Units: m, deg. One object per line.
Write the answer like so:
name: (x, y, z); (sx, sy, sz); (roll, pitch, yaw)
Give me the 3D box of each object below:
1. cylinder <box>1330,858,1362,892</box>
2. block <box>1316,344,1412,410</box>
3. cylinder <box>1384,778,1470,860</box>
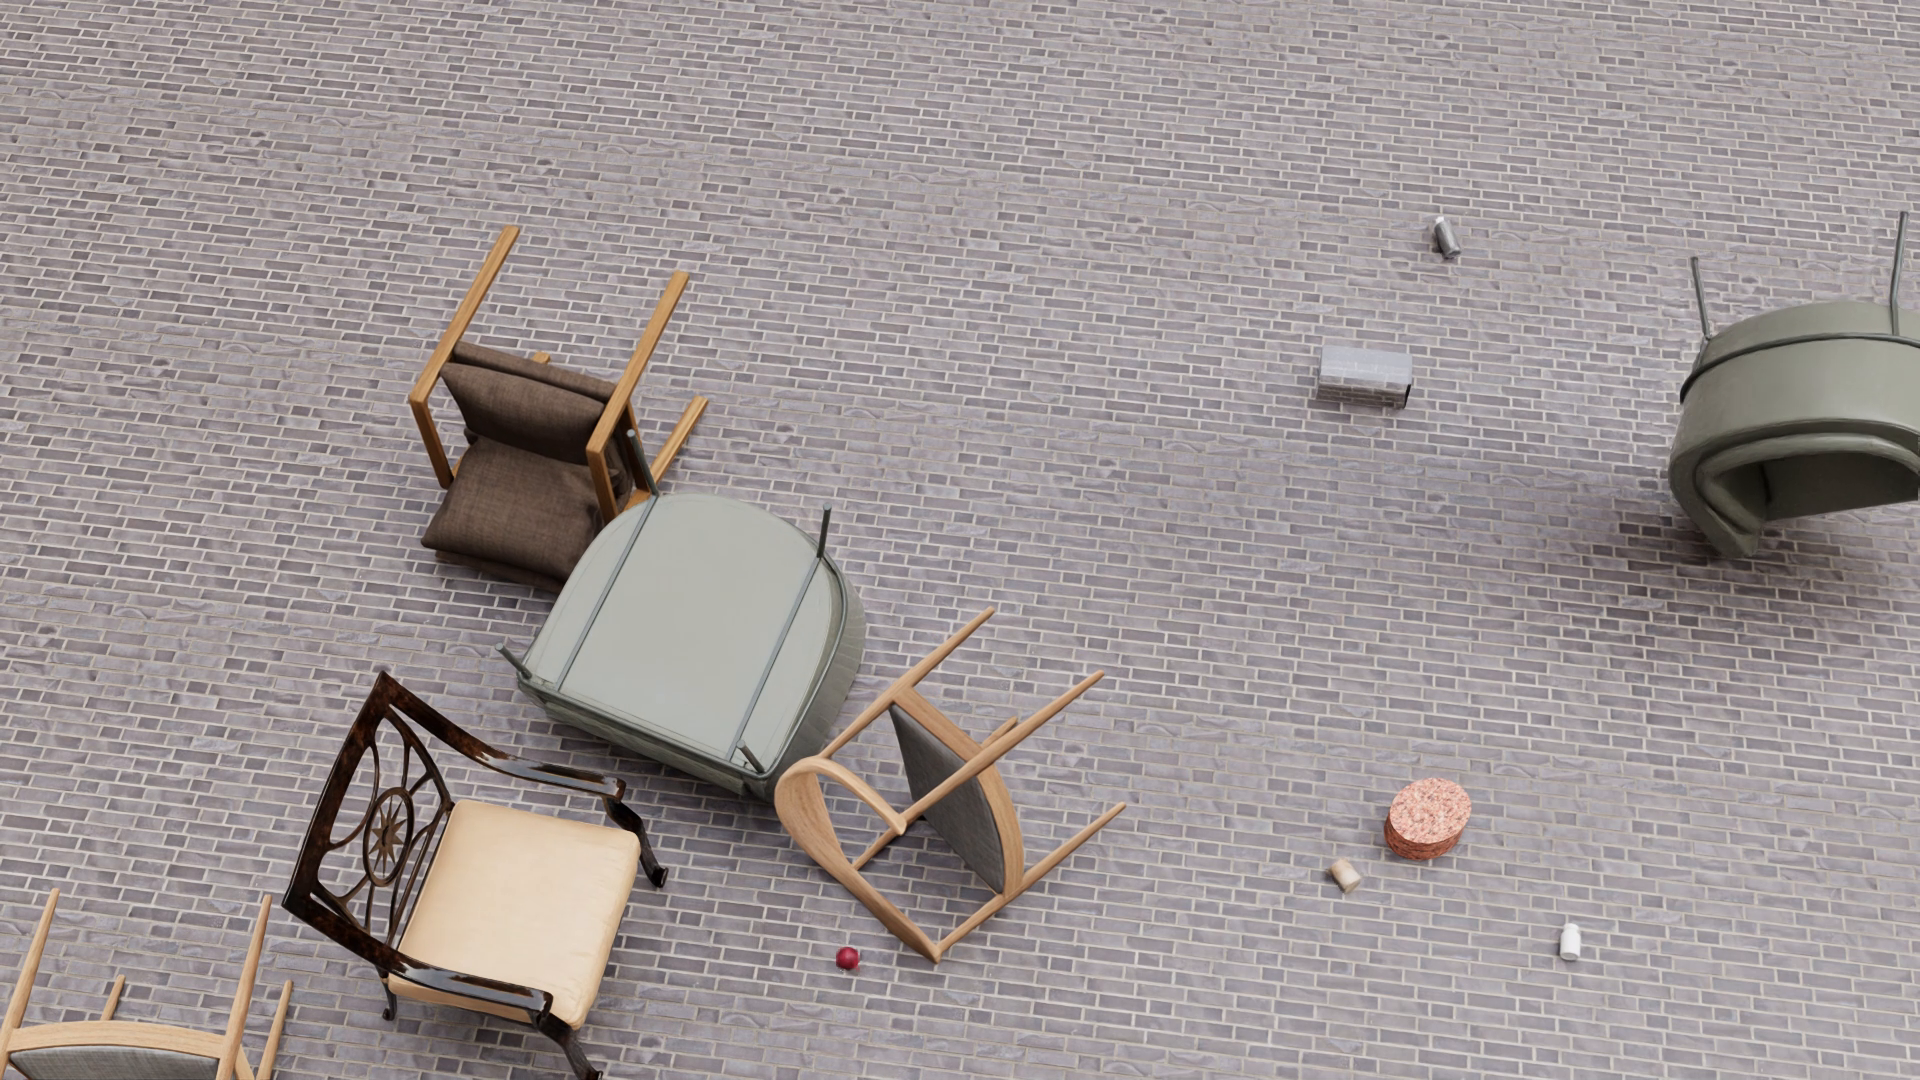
cylinder: (1.041, 0.904, 5.934); (0.057, 0.056, 0.072); (-42, 61, 10)
block: (1.256, -0.507, 6.839); (0.277, 0.125, 0.120); (7, 56, 4)
cylinder: (1.274, 0.761, 6.000); (0.235, 0.105, 0.184); (-25, 60, -16)
